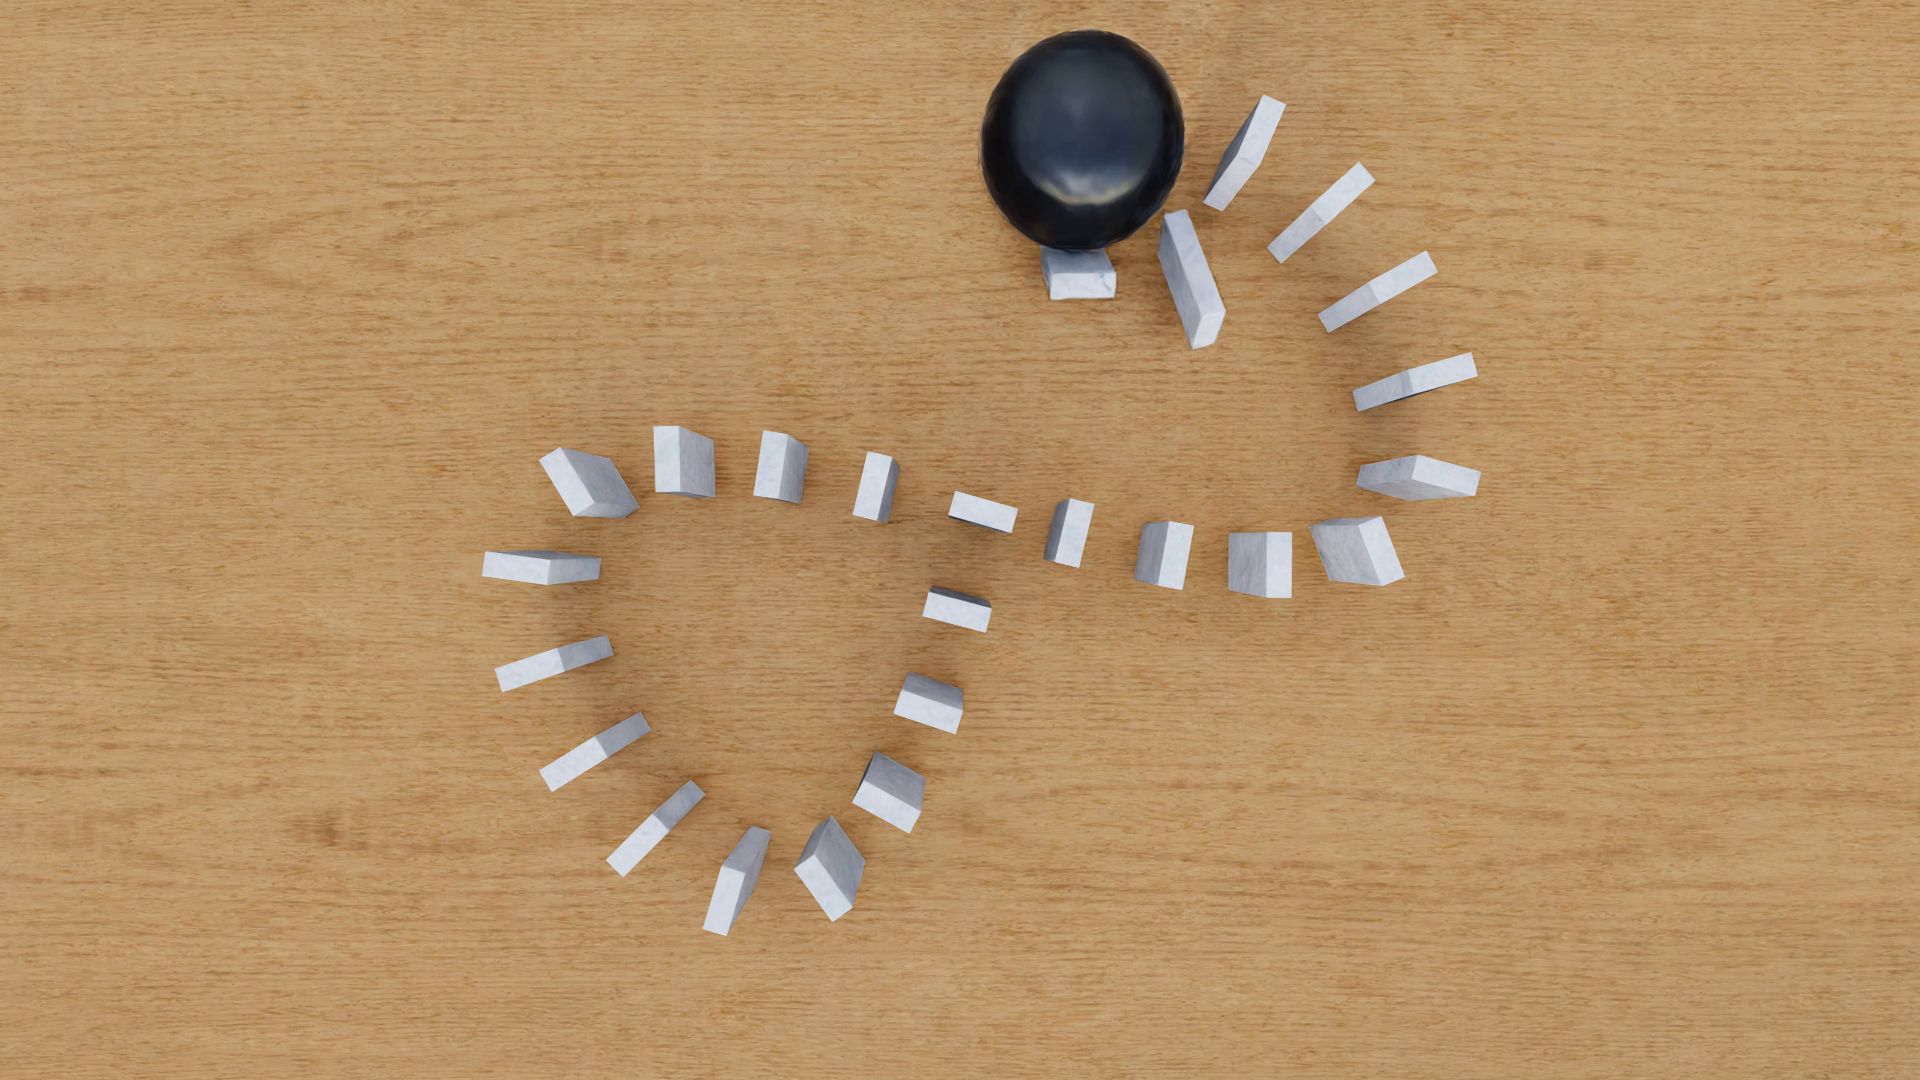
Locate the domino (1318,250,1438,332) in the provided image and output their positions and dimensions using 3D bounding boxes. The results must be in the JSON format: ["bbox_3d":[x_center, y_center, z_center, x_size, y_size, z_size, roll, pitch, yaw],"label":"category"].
[{"bbox_3d":[0.169,-0.101,0.375,0.025,0.050,0.010,-29,90,0],"label":"domino"}]

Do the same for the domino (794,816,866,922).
[{"bbox_3d":[-0.052,0.133,0.375,0.010,0.050,0.025,-36,90,0],"label":"domino"}]

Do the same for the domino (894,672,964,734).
[{"bbox_3d":[-0.012,0.066,0.375,0.025,0.050,0.010,18,90,0],"label":"domino"}]

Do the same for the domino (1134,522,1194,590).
[{"bbox_3d":[0.083,0.006,0.375,0.010,0.050,0.025,10,90,0],"label":"domino"}]

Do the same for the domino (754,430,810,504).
[{"bbox_3d":[-0.072,-0.029,0.375,0.010,0.050,0.025,9,90,0],"label":"domino"}]

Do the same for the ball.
[{"bbox_3d":[0.047,-0.155,0.360,0.080,0.080,0.080,0,90,0],"label":"ball"}]

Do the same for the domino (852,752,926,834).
[{"bbox_3d":[-0.028,0.102,0.375,0.025,0.050,0.009,29,90,0],"label":"domino"}]

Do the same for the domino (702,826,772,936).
[{"bbox_3d":[-0.090,0.138,0.375,0.009,0.050,0.025,17,90,0],"label":"domino"}]

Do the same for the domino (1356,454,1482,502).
[{"bbox_3d":[0.186,-0.025,0.375,0.025,0.050,0.009,15,90,0],"label":"domino"}]

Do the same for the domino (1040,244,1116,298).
[{"bbox_3d":[0.048,-0.112,0.377,0.025,0.050,0.009,-1,124,0],"label":"domino"}]

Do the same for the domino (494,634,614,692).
[{"bbox_3d":[-0.164,0.050,0.375,0.025,0.050,0.010,-19,90,0],"label":"domino"}]

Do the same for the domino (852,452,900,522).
[{"bbox_3d":[-0.034,-0.021,0.375,0.009,0.050,0.025,13,90,0],"label":"domino"}]

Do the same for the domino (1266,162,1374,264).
[{"bbox_3d":[0.146,-0.133,0.375,0.025,0.050,0.010,-42,90,0],"label":"domino"}]

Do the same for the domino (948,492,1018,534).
[{"bbox_3d":[0.009,-0.011,0.375,0.025,0.050,0.010,16,90,0],"label":"domino"}]

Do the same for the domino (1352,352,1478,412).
[{"bbox_3d":[0.185,-0.064,0.375,0.025,0.050,0.010,-16,90,0],"label":"domino"}]

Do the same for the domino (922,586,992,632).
[{"bbox_3d":[-0.001,0.028,0.375,0.025,0.050,0.010,15,90,0],"label":"domino"}]

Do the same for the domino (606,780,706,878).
[{"bbox_3d":[-0.123,0.117,0.375,0.025,0.050,0.010,-45,90,0],"label":"domino"}]

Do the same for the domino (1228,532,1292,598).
[{"bbox_3d":[0.122,0.010,0.375,0.009,0.050,0.025,0,90,0],"label":"domino"}]

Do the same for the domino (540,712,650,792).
[{"bbox_3d":[-0.148,0.086,0.375,0.025,0.050,0.010,-32,90,0],"label":"domino"}]

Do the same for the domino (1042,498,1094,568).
[{"bbox_3d":[0.044,-0.003,0.375,0.009,0.050,0.025,14,90,0],"label":"domino"}]

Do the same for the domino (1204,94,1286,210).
[{"bbox_3d":[0.115,-0.157,0.375,0.010,0.050,0.025,23,90,0],"label":"domino"}]

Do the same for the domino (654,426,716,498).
[{"bbox_3d":[-0.112,-0.031,0.375,0.009,0.050,0.025,-2,90,0],"label":"domino"}]

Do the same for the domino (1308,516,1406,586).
[{"bbox_3d":[0.161,0.004,0.375,0.010,0.050,0.025,-21,90,0],"label":"domino"}]

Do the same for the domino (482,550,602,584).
[{"bbox_3d":[-0.170,0.011,0.375,0.025,0.050,0.009,8,90,0],"label":"domino"}]

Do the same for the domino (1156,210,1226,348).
[{"bbox_3d":[0.095,-0.108,0.380,0.010,0.025,0.050,-14,71,0],"label":"domino"}]

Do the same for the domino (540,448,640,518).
[{"bbox_3d":[-0.150,-0.022,0.375,0.009,0.050,0.025,-32,90,0],"label":"domino"}]
